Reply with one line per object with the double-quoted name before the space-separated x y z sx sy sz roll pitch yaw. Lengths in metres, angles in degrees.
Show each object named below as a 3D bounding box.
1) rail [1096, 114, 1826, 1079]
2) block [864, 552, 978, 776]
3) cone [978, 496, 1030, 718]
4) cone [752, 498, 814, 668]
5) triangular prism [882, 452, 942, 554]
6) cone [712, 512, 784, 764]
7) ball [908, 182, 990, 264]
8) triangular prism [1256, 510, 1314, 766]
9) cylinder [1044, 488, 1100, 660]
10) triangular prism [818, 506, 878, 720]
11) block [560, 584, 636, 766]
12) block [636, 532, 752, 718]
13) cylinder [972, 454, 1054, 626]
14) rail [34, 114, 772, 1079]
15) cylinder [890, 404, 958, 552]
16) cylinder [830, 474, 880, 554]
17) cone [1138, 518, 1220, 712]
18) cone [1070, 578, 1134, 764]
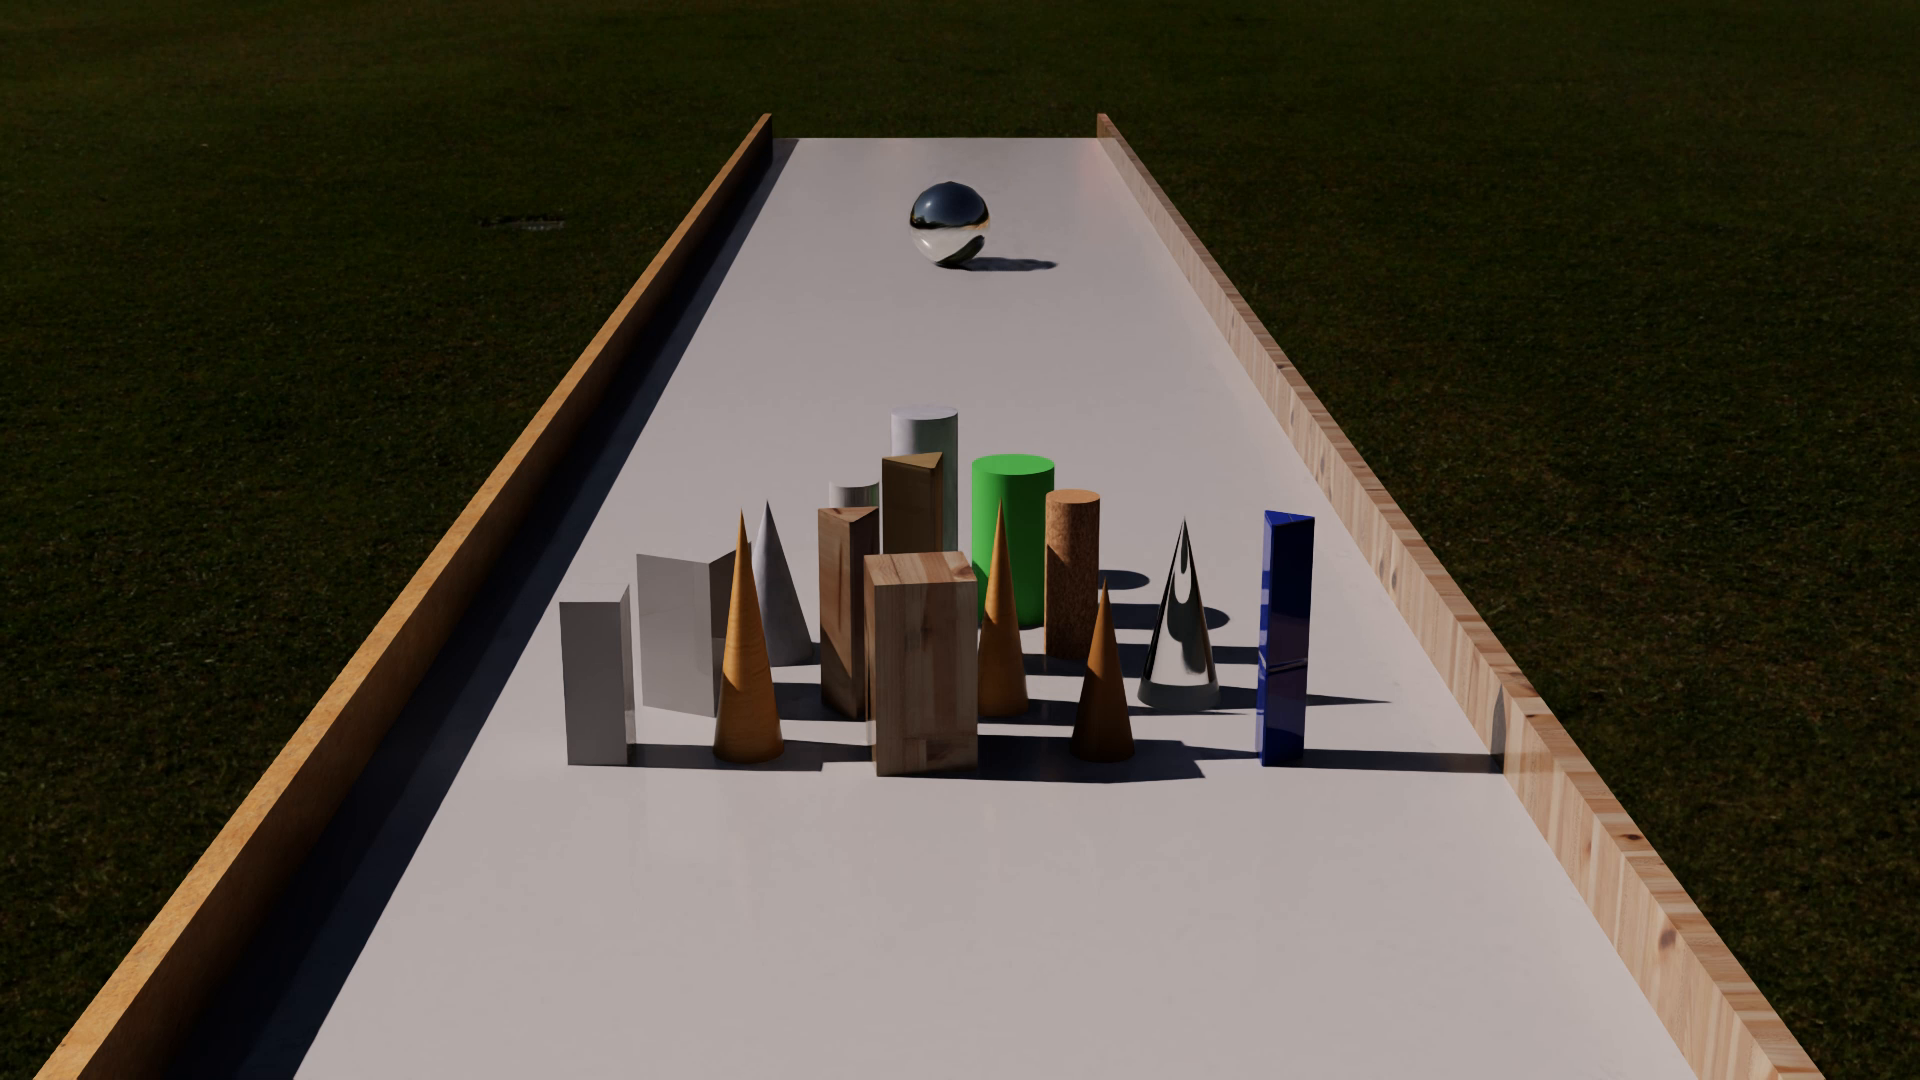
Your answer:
"rail" 0.932 -0.844 7.801 0.050 0.150 12.000 0 17 -1
"block" -0.071 0.216 3.884 0.178 0.350 0.178 -2 17 -8
"cone" 0.075 0.117 4.103 0.113 0.417 0.113 0 17 0
"cone" -0.383 0.073 4.412 0.176 0.324 0.176 0 17 0
"triangular prism" -0.070 0.038 4.365 0.126 0.417 0.109 12 21 36
"cone" -0.380 0.160 3.891 0.129 0.455 0.129 0 17 0
"ball" -0.042 -1.294 8.992 0.334 0.334 0.334 0 17 0
"triangular prism" 0.554 0.171 3.872 0.091 0.445 0.079 -9 19 -29
"cylinder" 0.225 0.069 4.423 0.108 0.326 0.108 0 17 0
"triangular prism" -0.191 0.131 4.115 0.096 0.384 0.111 -12 20 -35
"block" -0.640 0.238 3.894 0.105 0.304 0.105 0 17 1
"block" -0.498 0.158 4.165 0.156 0.302 0.156 7 18 23
"cylinder" 0.111 -0.001 4.653 0.174 0.329 0.174 0 17 0
"rail" -1.118 -0.838 7.780 0.050 0.150 12.000 0 17 -1
"cylinder" -0.079 -0.102 4.906 0.149 0.378 0.149 0 17 0
"cylinder" -0.220 0.022 4.623 0.105 0.303 0.105 0 17 0
"cone" 0.420 0.126 4.167 0.161 0.362 0.161 0 17 0
"cone" 0.255 0.221 3.907 0.118 0.328 0.118 0 17 0
